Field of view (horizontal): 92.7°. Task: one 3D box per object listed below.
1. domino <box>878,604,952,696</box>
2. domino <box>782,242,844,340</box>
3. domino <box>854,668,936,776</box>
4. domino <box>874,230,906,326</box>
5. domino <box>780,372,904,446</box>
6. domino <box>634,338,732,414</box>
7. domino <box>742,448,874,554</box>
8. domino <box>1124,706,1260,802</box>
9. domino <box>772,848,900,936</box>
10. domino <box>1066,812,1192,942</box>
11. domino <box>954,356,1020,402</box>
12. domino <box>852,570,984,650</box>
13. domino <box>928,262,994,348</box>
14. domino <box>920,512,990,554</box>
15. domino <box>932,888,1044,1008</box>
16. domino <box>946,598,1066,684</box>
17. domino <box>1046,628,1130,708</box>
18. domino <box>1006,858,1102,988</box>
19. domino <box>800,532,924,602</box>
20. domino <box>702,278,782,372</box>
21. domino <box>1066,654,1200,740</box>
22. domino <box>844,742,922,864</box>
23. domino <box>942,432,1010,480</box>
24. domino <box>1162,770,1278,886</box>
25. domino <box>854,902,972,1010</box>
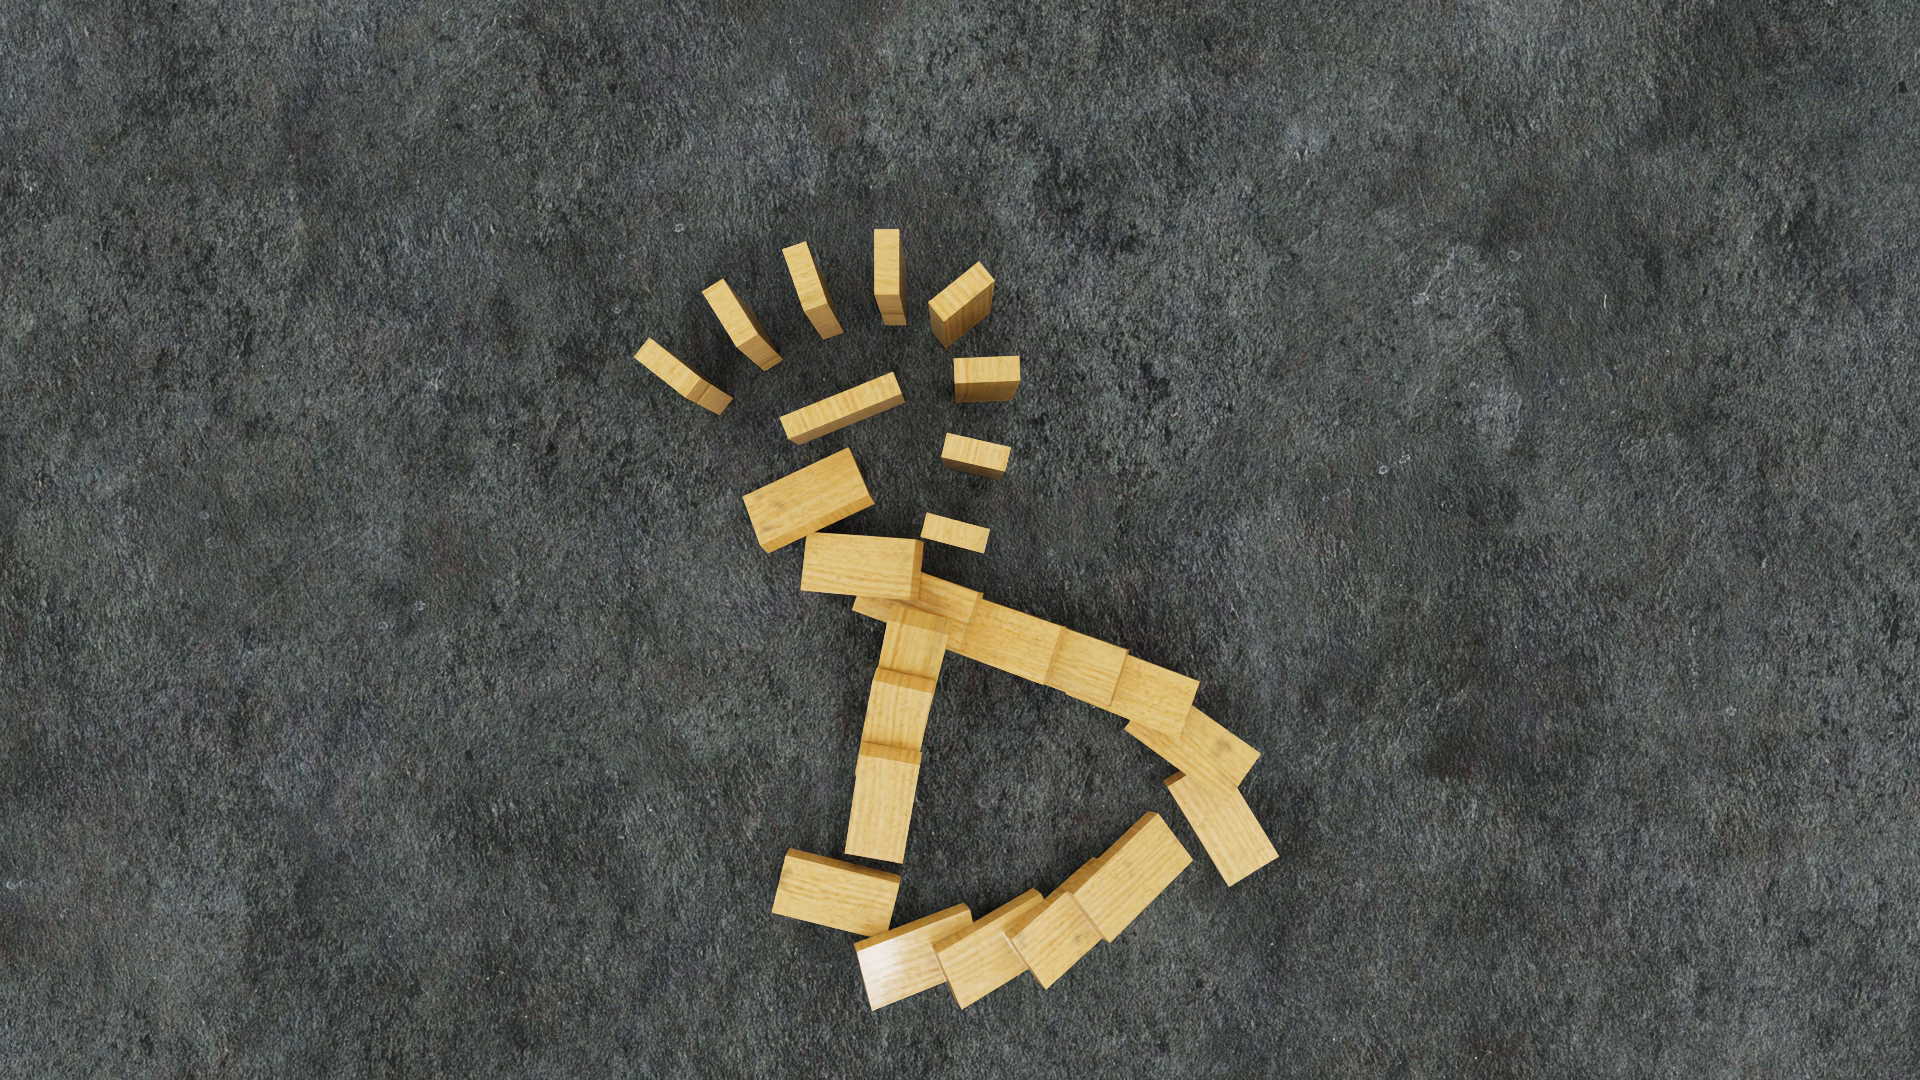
[{"bbox_3d":[-0.021,0.051,0.381,0.025,0.009,0.050,14,127,0],"label":"domino"},{"bbox_3d":[-0.059,-0.101,0.375,0.009,0.050,0.025,-19,90,0],"label":"domino"},{"bbox_3d":[-0.027,0.079,0.385,0.025,0.009,0.050,13,116,0],"label":"domino"},{"bbox_3d":[-0.028,-0.106,0.375,0.009,0.050,0.025,0,90,0],"label":"domino"},{"bbox_3d":[-0.049,-0.055,0.388,0.050,0.025,0.010,-22,90,0],"label":"domino"},{"bbox_3d":[-0.112,-0.066,0.375,0.025,0.050,0.009,38,90,0],"label":"domino"},{"bbox_3d":[-0.065,-0.017,0.391,0.050,0.010,0.025,-25,66,0],"label":"domino"},{"bbox_3d":[0.098,0.085,0.388,0.050,0.009,0.025,35,90,17],"label":"domino"},{"bbox_3d":[-0.053,0.153,0.395,0.050,0.010,0.025,14,90,0],"label":"domino"},{"bbox_3d":[0.072,0.142,0.388,0.050,0.009,0.025,-37,91,-18],"label":"domino"},{"bbox_3d":[0.010,-0.065,0.375,0.025,0.050,0.010,-2,90,0],"label":"domino"},{"bbox_3d":[-0.018,0.026,0.389,0.050,0.010,0.025,19,90,16],"label":"domino"},{"bbox_3d":[0.001,-0.095,0.375,0.025,0.050,0.009,-39,90,0],"label":"domino"},{"bbox_3d":[-0.002,-0.003,0.375,0.025,0.050,0.009,15,90,0],"label":"domino"},{"bbox_3d":[0.016,0.172,0.388,0.050,0.010,0.025,-23,90,-18],"label":"domino"},{"bbox_3d":[0.017,0.040,0.387,0.050,0.010,0.025,18,90,20],"label":"domino"},{"bbox_3d":[0.043,0.050,0.388,0.050,0.010,0.025,18,90,18],"label":"domino"},{"bbox_3d":[0.047,0.161,0.388,0.050,0.009,0.025,-35,91,-18],"label":"domino"},{"bbox_3d":[-0.041,0.011,0.386,0.050,0.010,0.025,4,85,19],"label":"domino"},{"bbox_3d":[-0.088,-0.087,0.375,0.010,0.050,0.025,-32,90,0],"label":"domino"},{"bbox_3d":[0.073,0.062,0.388,0.050,0.010,0.025,20,89,18],"label":"domino"},{"bbox_3d":[-0.033,0.111,0.387,0.025,0.009,0.050,10,110,0],"label":"domino"},{"bbox_3d":[0.006,-0.034,0.375,0.025,0.050,0.010,13,90,0],"label":"domino"},{"bbox_3d":[0.112,0.120,0.395,0.025,0.010,0.050,-31,90,0],"label":"domino"},{"bbox_3d":[-0.017,0.176,0.389,0.050,0.009,0.025,-15,90,-16],"label":"domino"}]
